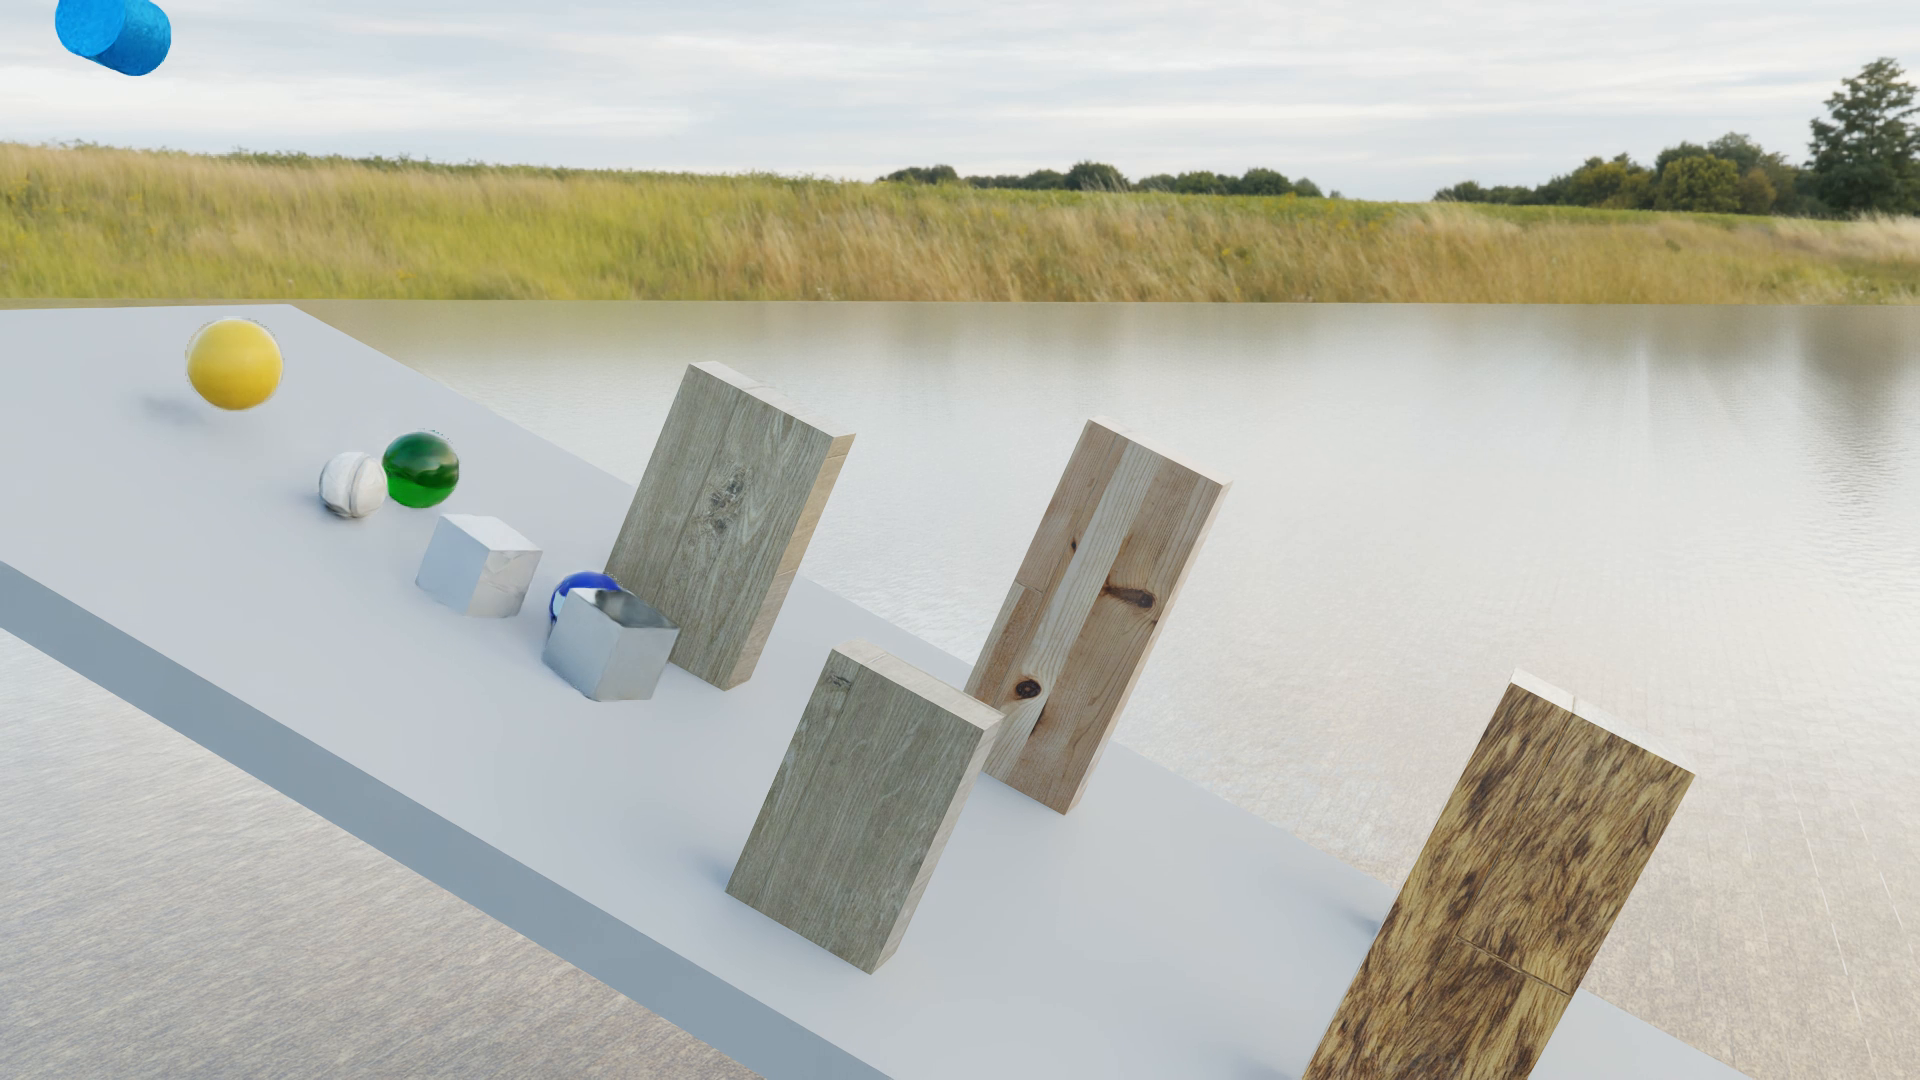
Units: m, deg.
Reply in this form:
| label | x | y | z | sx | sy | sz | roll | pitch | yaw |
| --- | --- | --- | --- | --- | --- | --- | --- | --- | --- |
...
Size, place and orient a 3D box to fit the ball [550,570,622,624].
| label | x | y | z | sx | sy | sz | roll | pitch | yaw |
| --- | --- | --- | --- | --- | --- | --- | --- | --- | --- |
| ball | -0.703 | 0.129 | 4.158 | 0.144 | 0.144 | 0.144 | 0 | 7 | 0 |

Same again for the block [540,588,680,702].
| label | x | y | z | sx | sy | sz | roll | pitch | yaw |
| --- | --- | --- | --- | --- | --- | --- | --- | --- | --- |
| block | -0.639 | 0.191 | 4.016 | 0.151 | 0.151 | 0.151 | 33 | 16 | 32 |

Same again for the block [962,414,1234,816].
| label | x | y | z | sx | sy | sz | roll | pitch | yaw |
| --- | --- | --- | --- | --- | --- | --- | --- | --- | --- |
| block | 0.249 | 0.151 | 4.425 | 0.296 | 0.744 | 0.123 | 27 | 14 | 12 |

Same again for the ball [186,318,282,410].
| label | x | y | z | sx | sy | sz | roll | pitch | yaw |
| --- | --- | --- | --- | --- | --- | --- | --- | --- | --- |
| ball | -1.448 | -0.350 | 4.391 | 0.183 | 0.183 | 0.183 | 0 | 7 | 0 |

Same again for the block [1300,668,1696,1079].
| label | x | y | z | sx | sy | sz | roll | pitch | yaw |
| --- | --- | --- | --- | --- | --- | --- | --- | --- | --- |
| block | 0.837 | 0.630 | 3.498 | 0.302 | 0.795 | 0.139 | 27 | 14 | 12 |

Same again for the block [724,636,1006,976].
| label | x | y | z | sx | sy | sz | roll | pitch | yaw |
| --- | --- | --- | --- | --- | --- | --- | --- | --- | --- |
| block | -0.148 | 0.410 | 3.413 | 0.266 | 0.434 | 0.120 | 27 | 14 | 12 |

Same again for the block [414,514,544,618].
| label | x | y | z | sx | sy | sz | roll | pitch | yaw |
| --- | --- | --- | --- | --- | --- | --- | --- | --- | --- |
| block | -0.902 | 0.049 | 4.125 | 0.142 | 0.142 | 0.142 | 31 | 15 | 28 |

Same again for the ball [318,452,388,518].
| label | x | y | z | sx | sy | sz | roll | pitch | yaw |
| --- | --- | --- | --- | --- | --- | --- | --- | --- | --- |
| ball | -1.178 | -0.107 | 4.270 | 0.130 | 0.130 | 0.130 | 0 | 7 | 0 |

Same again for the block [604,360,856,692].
| label | x | y | z | sx | sy | sz | roll | pitch | yaw |
| --- | --- | --- | --- | --- | --- | --- | --- | --- | --- |
| block | -0.469 | -0.029 | 4.296 | 0.324 | 0.549 | 0.127 | 27 | 14 | 12 |

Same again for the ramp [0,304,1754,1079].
| label | x | y | z | sx | sy | sz | roll | pitch | yaw |
| --- | --- | --- | --- | --- | --- | --- | --- | --- | --- |
| ramp | -0.268 | 0.459 | 4.173 | 4.000 | 0.100 | 2.000 | 27 | 14 | 12 |

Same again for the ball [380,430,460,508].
| label | x | y | z | sx | sy | sz | roll | pitch | yaw |
| --- | --- | --- | --- | --- | --- | --- | --- | --- | --- |
| ball | -1.101 | -0.143 | 4.482 | 0.159 | 0.159 | 0.159 | 0 | 7 | 0 |

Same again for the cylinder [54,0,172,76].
| label | x | y | z | sx | sy | sz | roll | pitch | yaw |
| --- | --- | --- | --- | --- | --- | --- | --- | --- | --- |
| cylinder | -1.667 | -1.009 | 4.332 | 0.155 | 0.155 | 0.155 | 2 | -2 | 14 |
